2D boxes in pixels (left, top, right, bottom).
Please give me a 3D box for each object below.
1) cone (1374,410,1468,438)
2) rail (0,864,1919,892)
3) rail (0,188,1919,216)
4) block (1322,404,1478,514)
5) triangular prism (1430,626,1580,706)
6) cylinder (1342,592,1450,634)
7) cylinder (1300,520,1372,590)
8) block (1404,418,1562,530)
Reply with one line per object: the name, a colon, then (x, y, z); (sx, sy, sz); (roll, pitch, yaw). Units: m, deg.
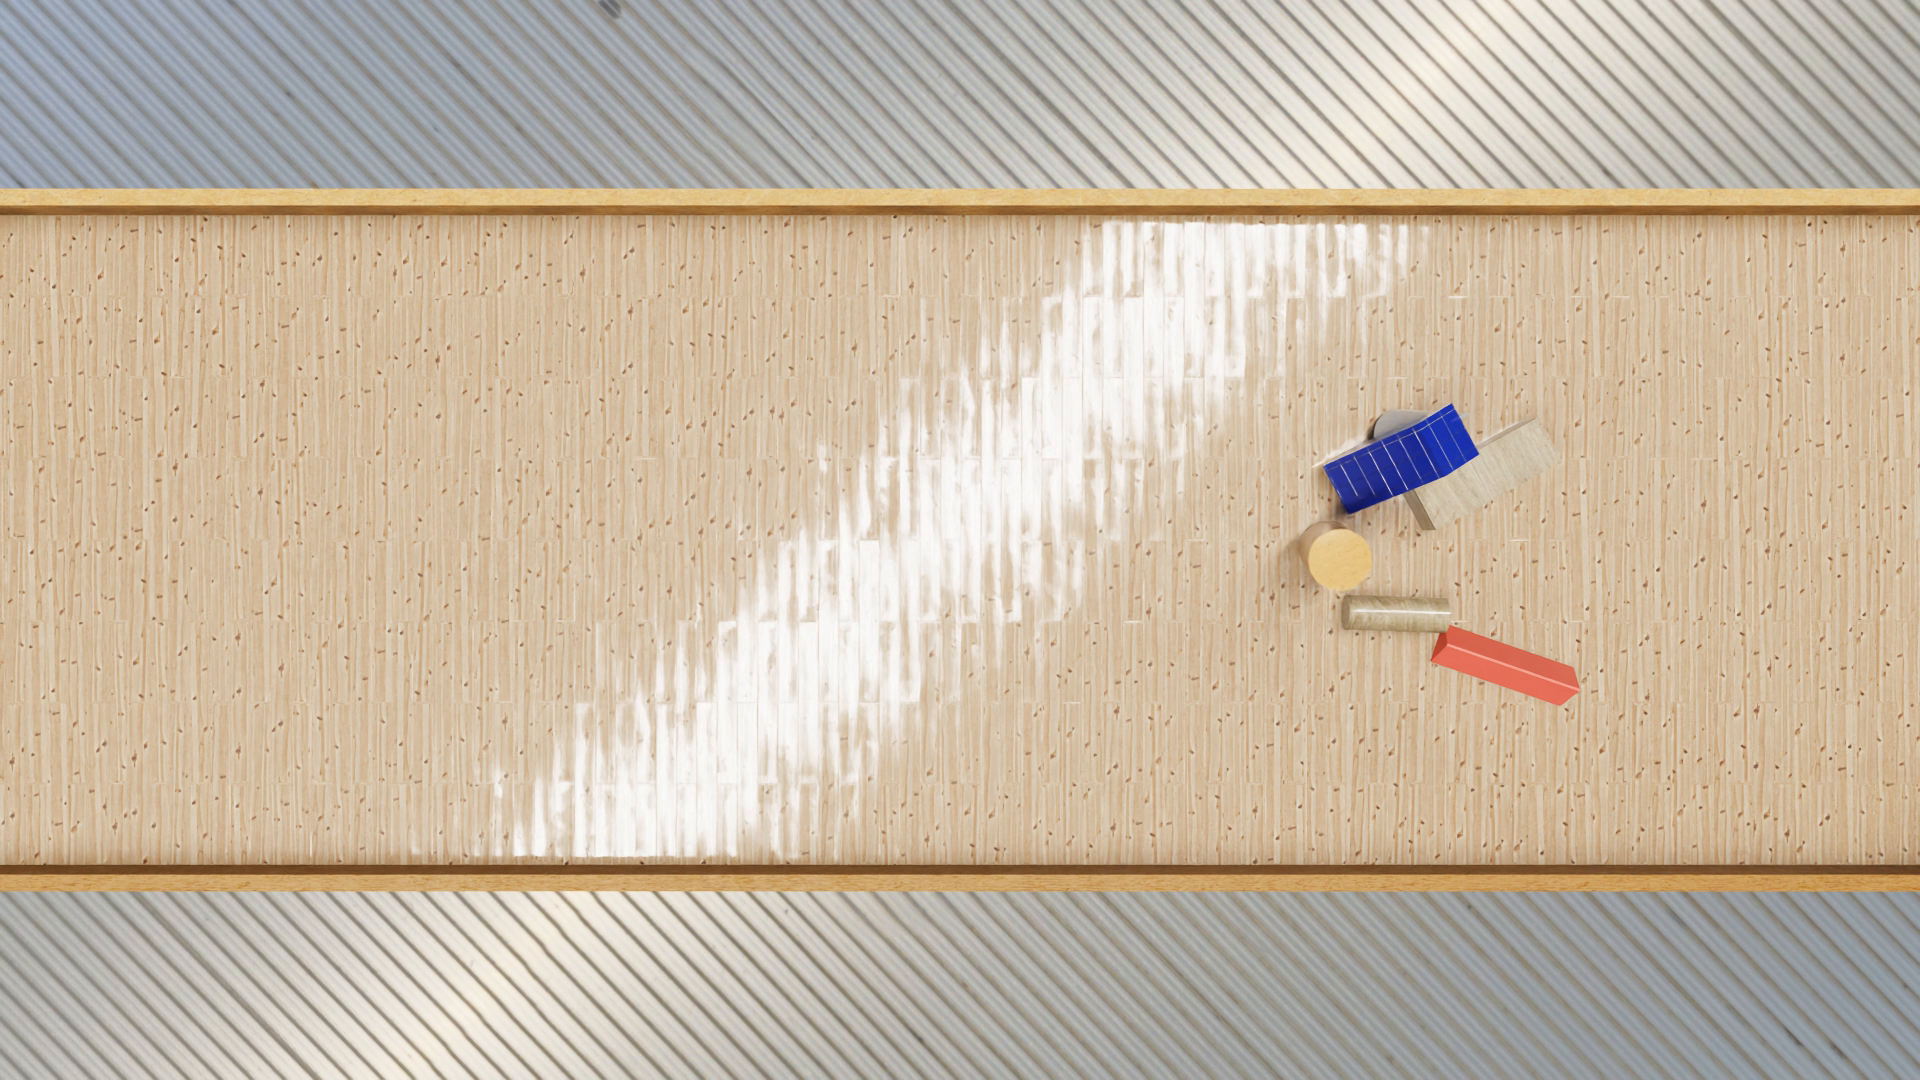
cone: (1.400, -0.337, 4.875); (0.179, 0.365, 0.179); (2, 82, -17)
rail: (-2.247, 1.025, 5.001); (12.000, 0.150, 0.050); (0, 90, 0)
rail: (-2.247, -1.025, 5.002); (12.000, 0.150, 0.050); (0, 90, 0)
block: (1.294, -0.235, 4.861); (0.167, 0.406, 0.167); (-28, 90, -33)
triangular prism: (1.667, 0.383, 5.020); (0.421, 0.107, 0.123); (19, 90, 0)
cylinder: (1.325, 0.225, 5.023); (0.303, 0.108, 0.108); (4, 90, -5)
cylinder: (1.103, 0.042, 4.863); (0.176, 0.405, 0.176); (1, 94, 8)
block: (1.575, -0.198, 5.001); (0.428, 0.150, 0.150); (-28, 90, 0)
